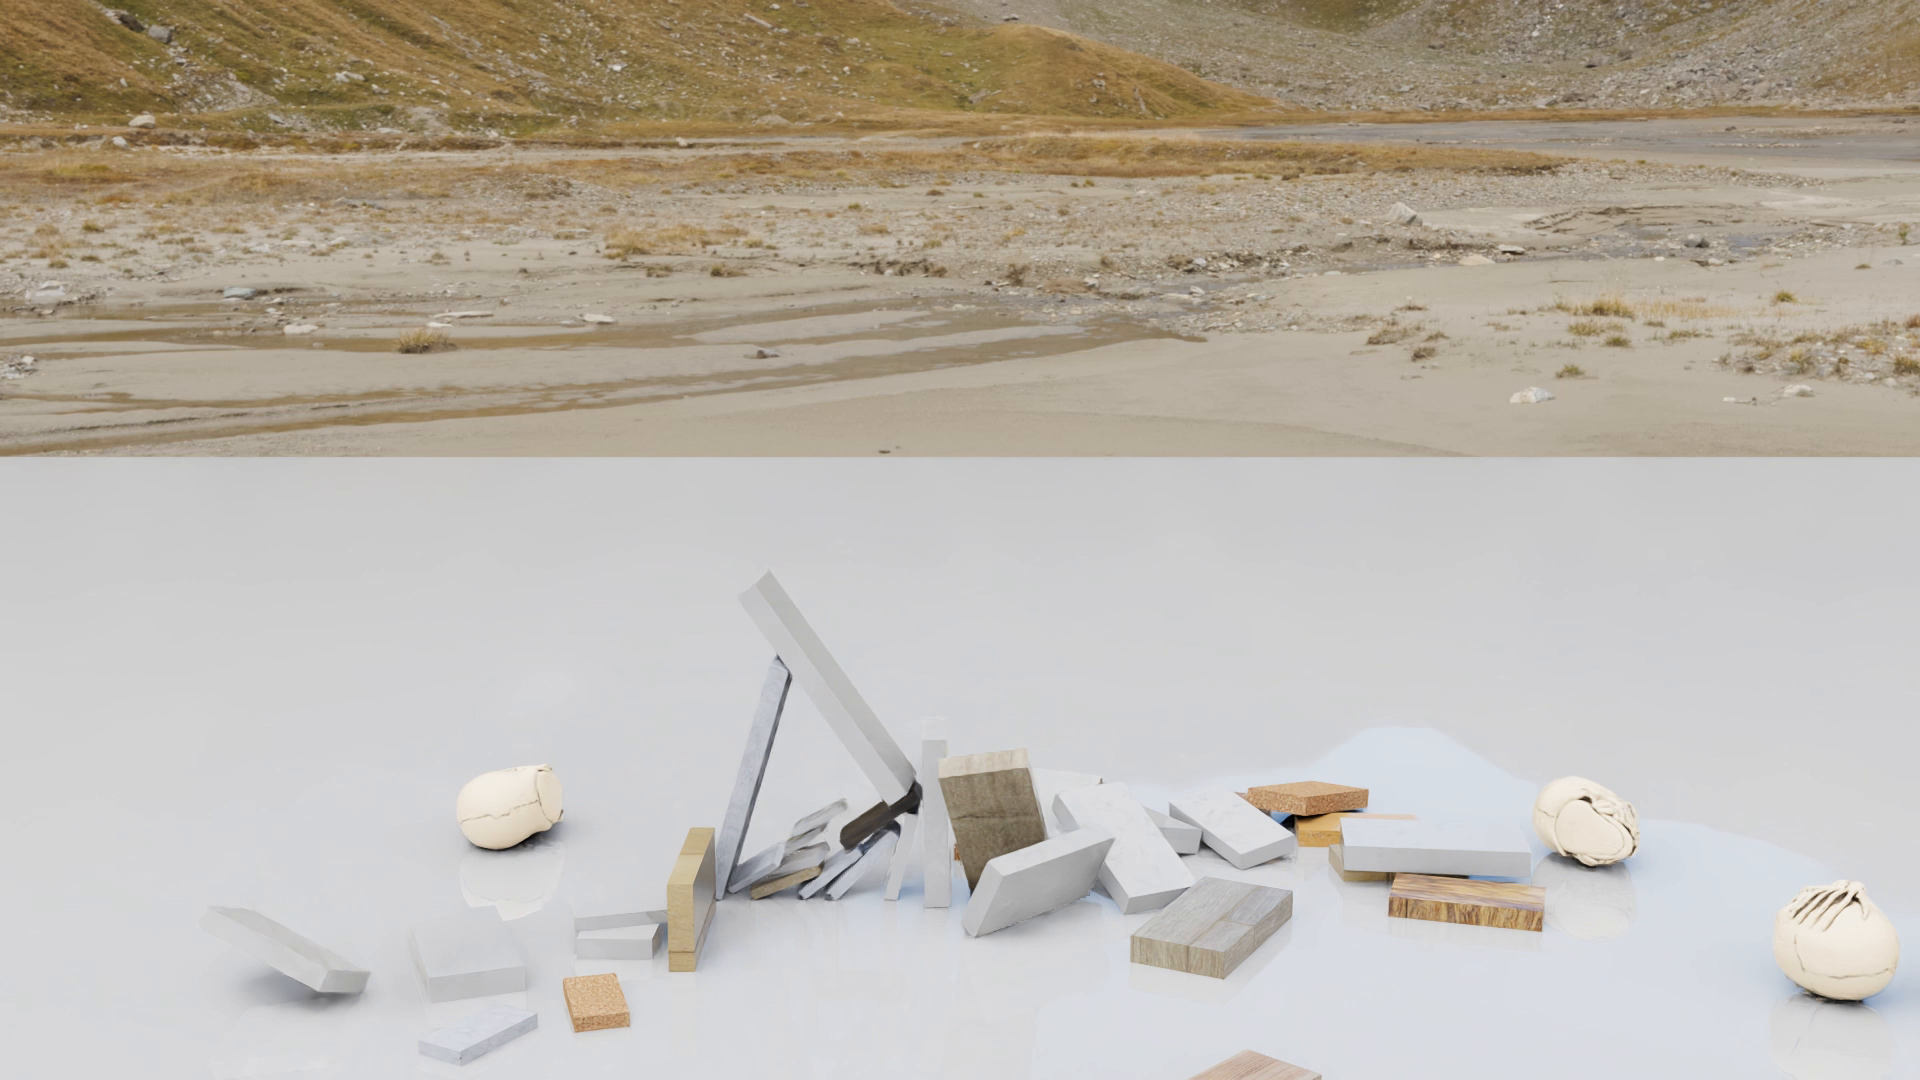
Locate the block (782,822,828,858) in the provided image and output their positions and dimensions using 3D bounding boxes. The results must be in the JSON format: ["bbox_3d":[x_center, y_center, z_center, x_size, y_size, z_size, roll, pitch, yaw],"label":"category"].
[{"bbox_3d":[-0.265,0.500,3.678,0.095,0.014,0.048,-34,7,16],"label":"block"}]

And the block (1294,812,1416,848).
[{"bbox_3d":[0.714,0.522,3.952,0.216,0.031,0.108,1,11,4],"label":"block"}]

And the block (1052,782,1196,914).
[{"bbox_3d":[0.275,0.513,3.685,0.134,0.038,0.268,-5,36,-27],"label":"block"}]

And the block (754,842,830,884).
[{"bbox_3d":[-0.282,0.537,3.670,0.122,0.017,0.061,-19,10,18],"label":"block"}]

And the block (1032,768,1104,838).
[{"bbox_3d":[0.134,0.498,3.782,0.143,0.040,0.285,5,32,22],"label":"block"}]

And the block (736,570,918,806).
[{"bbox_3d":[-0.217,0.242,3.627,0.038,0.422,0.134,-35,4,10],"label":"block"}]

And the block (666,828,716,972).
[{"bbox_3d":[-0.419,0.560,3.450,0.039,0.139,0.277,0,11,1],"label":"block"}]

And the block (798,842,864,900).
[{"bbox_3d":[-0.214,0.546,3.660,0.122,0.017,0.061,-38,8,6],"label":"block"}]

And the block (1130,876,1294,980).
[{"bbox_3d":[0.399,0.607,3.461,0.153,0.043,0.306,6,12,27],"label":"block"}]

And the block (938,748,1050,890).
[{"bbox_3d":[0.061,0.453,3.555,0.143,0.285,0.040,-8,43,7],"label":"block"}]

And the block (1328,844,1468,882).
[{"bbox_3d":[0.754,0.553,3.784,0.216,0.031,0.108,-1,11,-4],"label":"block"}]

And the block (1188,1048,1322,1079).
[{"bbox_3d":[0.348,0.726,2.841,0.121,0.034,0.241,10,14,42],"label":"block"}]

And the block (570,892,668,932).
[{"bbox_3d":[-0.532,0.585,3.457,0.155,0.022,0.077,-3,11,-16],"label":"block"}]

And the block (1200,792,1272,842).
[{"bbox_3d":[0.494,0.508,4.028,0.108,0.031,0.216,4,11,20],"label":"block"}]

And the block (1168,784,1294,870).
[{"bbox_3d":[0.479,0.506,3.894,0.112,0.032,0.225,-16,25,-24],"label":"block"}]

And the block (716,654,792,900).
[{"bbox_3d":[-0.347,0.388,3.653,0.033,0.410,0.117,17,11,1],"label":"block"}]

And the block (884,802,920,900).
[{"bbox_3d":[-0.097,0.515,3.657,0.021,0.150,0.075,14,10,-3],"label":"block"}]

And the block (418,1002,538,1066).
[{"bbox_3d":[-0.672,0.690,3.072,0.077,0.022,0.155,6,12,30],"label":"block"}]

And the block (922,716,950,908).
[{"bbox_3d":[-0.039,0.449,3.643,0.040,0.285,0.143,-1,11,0],"label":"block"}]

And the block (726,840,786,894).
[{"bbox_3d":[-0.337,0.542,3.643,0.127,0.014,0.048,-33,26,38],"label":"block"}]

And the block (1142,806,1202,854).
[{"bbox_3d":[0.257,0.493,3.980,0.153,0.043,0.375,9,4,-35],"label":"block"}]

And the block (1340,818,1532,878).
[{"bbox_3d":[0.806,0.523,3.745,0.306,0.043,0.153,1,11,7],"label":"block"}]

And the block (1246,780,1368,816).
[{"bbox_3d":[0.644,0.476,4.060,0.121,0.034,0.241,5,1,38],"label":"block"}]

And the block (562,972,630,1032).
[{"bbox_3d":[-0.527,0.669,3.184,0.077,0.022,0.155,-3,11,-16],"label":"block"}]

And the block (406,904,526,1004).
[{"bbox_3d":[-0.756,0.628,3.354,0.139,0.039,0.277,-4,11,-20],"label":"block"}]

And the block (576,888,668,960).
[{"bbox_3d":[-0.527,0.607,3.489,0.117,0.033,0.233,0,11,2],"label":"block"}]

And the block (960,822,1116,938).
[{"bbox_3d":[0.126,0.545,3.536,0.268,0.134,0.038,-11,43,-45],"label":"block"}]

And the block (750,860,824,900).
[{"bbox_3d":[-0.288,0.560,3.660,0.122,0.017,0.061,-21,10,4],"label":"block"}]

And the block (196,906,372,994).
[{"bbox_3d":[-0.994,0.602,3.233,0.233,0.033,0.117,21,-5,20],"label":"block"}]

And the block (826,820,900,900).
[{"bbox_3d":[-0.160,0.530,3.661,0.021,0.150,0.075,44,7,-8],"label":"block"}]

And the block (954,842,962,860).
[{"bbox_3d":[0.071,0.526,3.928,0.113,0.032,0.225,2,11,13],"label":"block"}]

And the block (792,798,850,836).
[{"bbox_3d":[-0.231,0.461,3.654,0.095,0.014,0.048,-27,6,8],"label":"block"}]

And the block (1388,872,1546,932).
[{"bbox_3d":[0.826,0.589,3.581,0.241,0.034,0.121,3,11,17],"label":"block"}]

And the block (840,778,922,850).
[{"bbox_3d":[-0.130,0.455,3.646,0.150,0.021,0.075,-34,7,6],"label":"block"}]
